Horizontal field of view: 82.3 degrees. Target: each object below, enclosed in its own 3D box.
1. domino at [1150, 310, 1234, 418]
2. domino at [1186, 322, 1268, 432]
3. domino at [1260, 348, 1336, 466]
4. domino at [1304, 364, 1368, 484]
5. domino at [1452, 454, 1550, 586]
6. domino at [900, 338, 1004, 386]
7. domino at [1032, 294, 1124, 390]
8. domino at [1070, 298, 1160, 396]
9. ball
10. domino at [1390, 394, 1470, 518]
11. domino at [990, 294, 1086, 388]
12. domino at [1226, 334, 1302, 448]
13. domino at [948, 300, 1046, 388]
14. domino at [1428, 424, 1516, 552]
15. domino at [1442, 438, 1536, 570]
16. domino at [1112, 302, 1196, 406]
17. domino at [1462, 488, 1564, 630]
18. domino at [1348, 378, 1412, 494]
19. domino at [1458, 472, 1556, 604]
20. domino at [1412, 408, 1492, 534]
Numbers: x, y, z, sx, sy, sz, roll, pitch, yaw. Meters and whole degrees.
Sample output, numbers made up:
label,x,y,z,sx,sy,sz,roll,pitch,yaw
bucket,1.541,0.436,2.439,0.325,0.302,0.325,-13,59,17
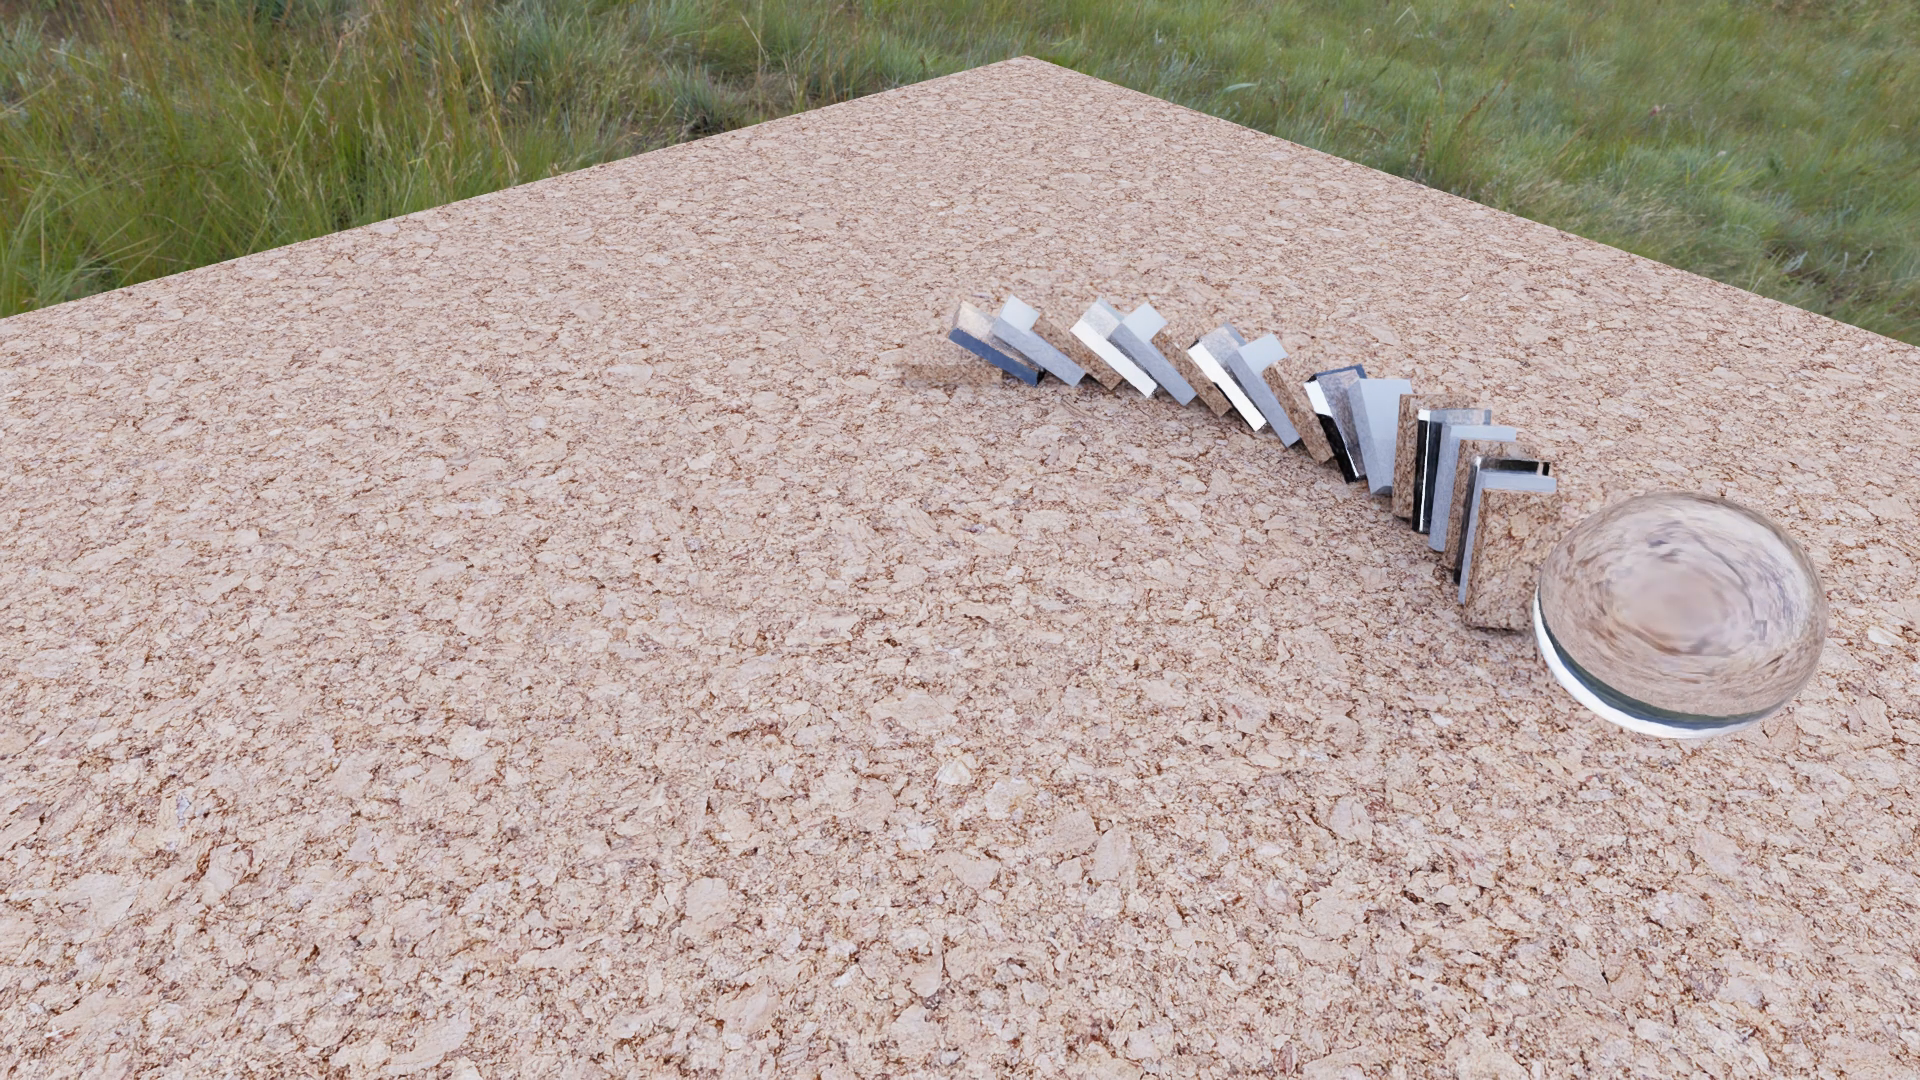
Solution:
label,x,y,z,sx,sy,sz,roll,pitch,yaw
domino,0.117,-0.085,0.528,0.025,0.010,0.050,-36,82,-36
domino,0.133,-0.077,0.519,0.025,0.009,0.050,-32,80,-33
domino,0.161,-0.061,0.497,0.025,0.010,0.050,-22,76,-25
domino,0.174,-0.052,0.486,0.025,0.009,0.050,-13,74,-17
domino,0.206,-0.006,0.420,0.025,0.050,0.009,4,12,5
domino,-0.003,-0.090,0.553,0.050,0.010,0.025,4,39,5
domino,0.061,-0.098,0.544,0.050,0.010,0.025,37,43,-5
domino,0.080,-0.095,0.540,0.050,0.010,0.025,41,47,-1
ball,0.232,0.024,0.358,0.080,0.080,0.080,0,39,0
domino,0.194,-0.035,0.455,0.025,0.050,0.009,-1,12,-3
domino,0.041,-0.099,0.545,0.050,0.009,0.025,33,41,-9
domino,0.148,-0.069,0.509,0.025,0.009,0.050,-26,78,-28
domino,0.020,-0.097,0.544,0.050,0.010,0.025,27,38,-13
domino,0.204,-0.021,0.438,0.025,0.050,0.010,2,12,3
domino,0.206,-0.013,0.429,0.025,0.050,0.009,4,12,5
domino,0.100,-0.091,0.535,0.050,0.009,0.025,46,51,3
domino,0.203,0.007,0.404,0.025,0.050,0.009,4,12,5
domino,0.186,-0.045,0.476,0.025,0.009,0.050,-1,71,-13
domino,0.205,0.000,0.412,0.025,0.050,0.010,4,12,5
domino,0.199,-0.028,0.447,0.025,0.050,0.009,-2,12,-2
